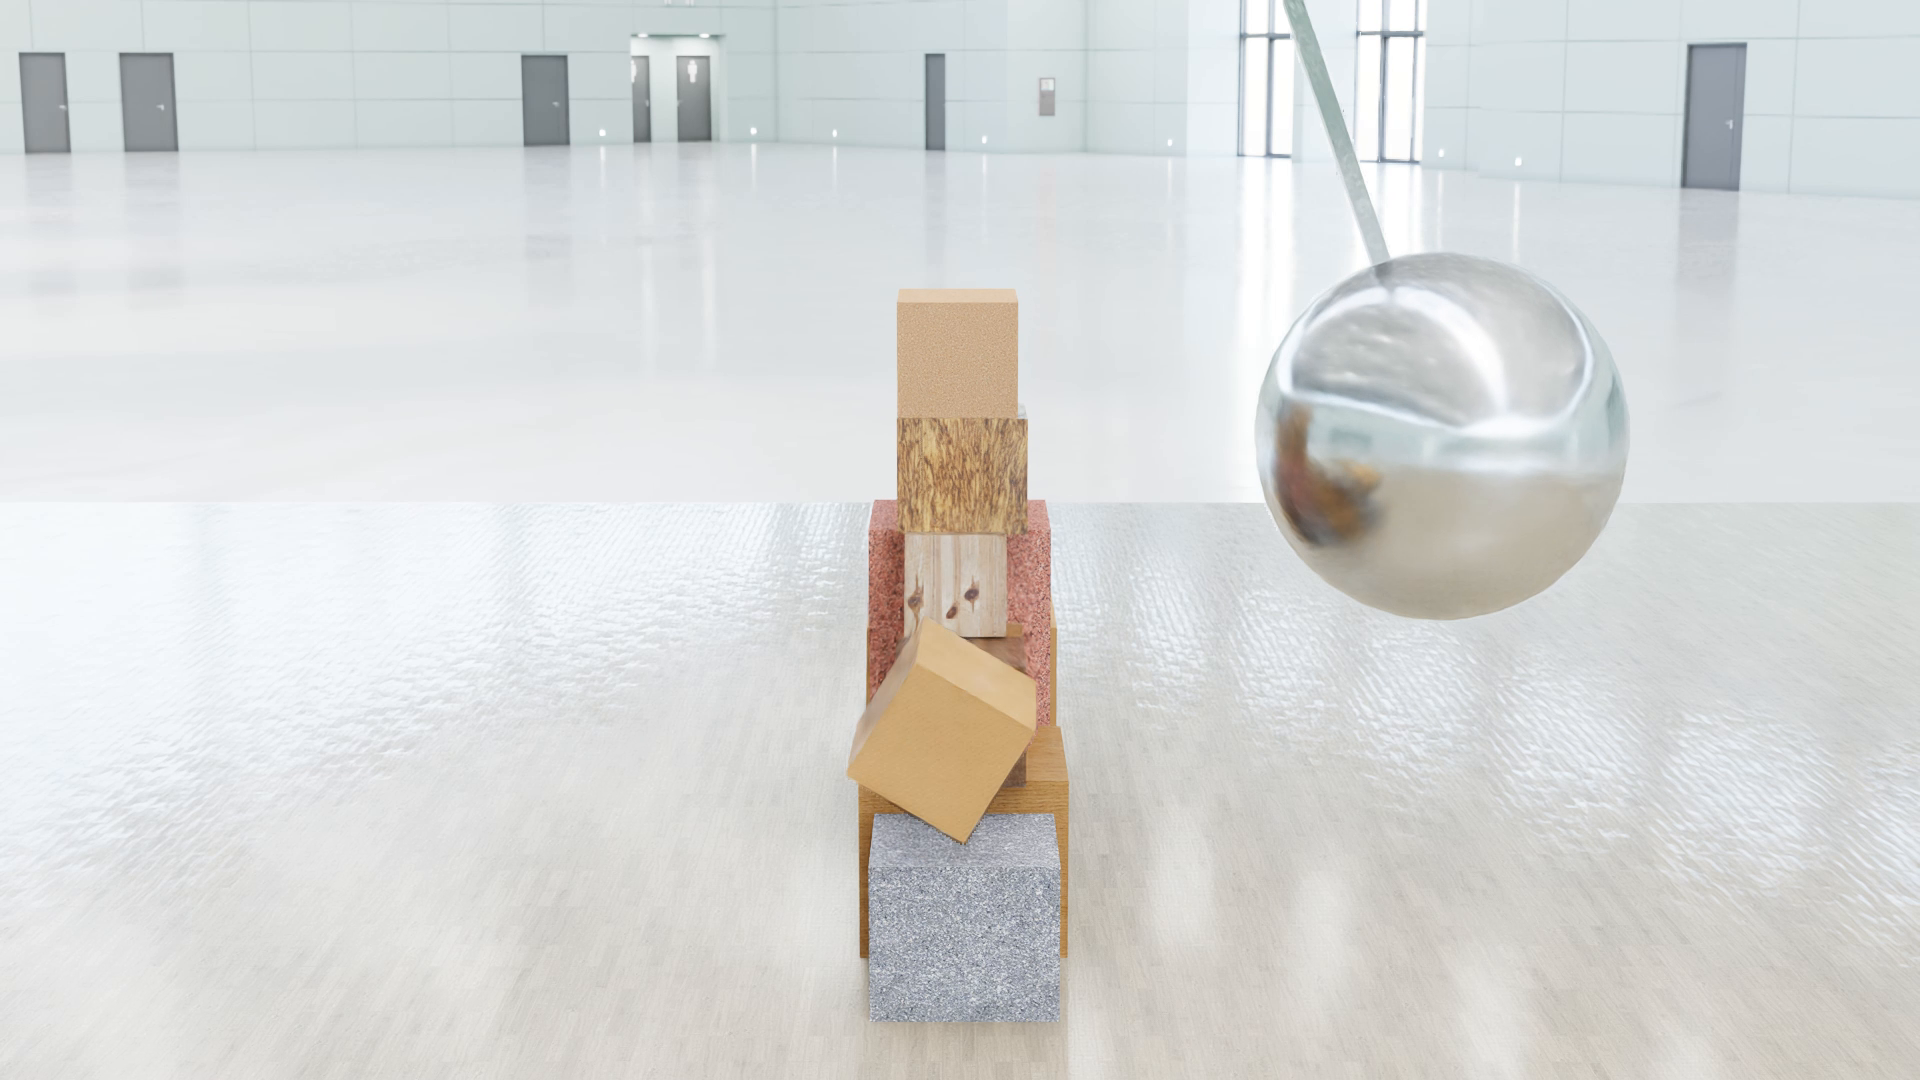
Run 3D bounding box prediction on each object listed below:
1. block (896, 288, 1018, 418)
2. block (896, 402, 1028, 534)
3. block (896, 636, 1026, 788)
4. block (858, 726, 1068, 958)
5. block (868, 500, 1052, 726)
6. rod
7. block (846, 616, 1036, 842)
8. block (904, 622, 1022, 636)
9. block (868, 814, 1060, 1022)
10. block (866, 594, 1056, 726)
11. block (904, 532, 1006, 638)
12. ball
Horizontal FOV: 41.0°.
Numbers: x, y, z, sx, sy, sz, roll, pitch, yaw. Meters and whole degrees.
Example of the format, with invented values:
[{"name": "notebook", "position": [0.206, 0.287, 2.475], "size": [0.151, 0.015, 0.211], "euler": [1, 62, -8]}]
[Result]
[{"name": "block", "position": [-0.011, -0.811, 11.055], "size": [0.509, 0.487, 0.566], "euler": [0, 11, 0]}, {"name": "block", "position": [0.008, -0.314, 11.088], "size": [0.552, 0.492, 0.533], "euler": [0, 10, 0]}, {"name": "block", "position": [0.003, 0.684, 10.327], "size": [0.516, 0.487, 0.558], "euler": [0, 10, 0]}, {"name": "block", "position": [0.014, 1.241, 10.683], "size": [0.837, 0.736, 0.868], "euler": [0, 10, 0]}, {"name": "block", "position": [-0.001, 0.310, 11.448], "size": [0.782, 0.863, 0.807], "euler": [0, 10, 0]}, {"name": "rod", "position": [0.899, -3.589, 10.528], "size": [0.080, 5.200, 0.080], "euler": [-20, 10, 4]}, {"name": "block", "position": [-0.061, 0.692, 9.491], "size": [0.499, 0.501, 0.575], "euler": [31, 14, -6]}, {"name": "block", "position": [0.014, 0.614, 10.845], "size": [0.500, 0.440, 0.467], "euler": [0, 10, 0]}, {"name": "block", "position": [0.017, 1.448, 9.913], "size": [0.713, 0.604, 0.700], "euler": [0, 10, 0]}, {"name": "block", "position": [0.008, 0.783, 12.804], "size": [0.917, 0.879, 0.797], "euler": [0, 10, 0]}, {"name": "block", "position": [-0.019, 0.181, 10.683], "size": [0.416, 0.419, 0.387], "euler": [0, 2, 0]}, {"name": "ball", "position": [2.074, -0.450, 11.098], "size": [1.600, 1.600, 1.600], "euler": [0, 10, 0]}]
